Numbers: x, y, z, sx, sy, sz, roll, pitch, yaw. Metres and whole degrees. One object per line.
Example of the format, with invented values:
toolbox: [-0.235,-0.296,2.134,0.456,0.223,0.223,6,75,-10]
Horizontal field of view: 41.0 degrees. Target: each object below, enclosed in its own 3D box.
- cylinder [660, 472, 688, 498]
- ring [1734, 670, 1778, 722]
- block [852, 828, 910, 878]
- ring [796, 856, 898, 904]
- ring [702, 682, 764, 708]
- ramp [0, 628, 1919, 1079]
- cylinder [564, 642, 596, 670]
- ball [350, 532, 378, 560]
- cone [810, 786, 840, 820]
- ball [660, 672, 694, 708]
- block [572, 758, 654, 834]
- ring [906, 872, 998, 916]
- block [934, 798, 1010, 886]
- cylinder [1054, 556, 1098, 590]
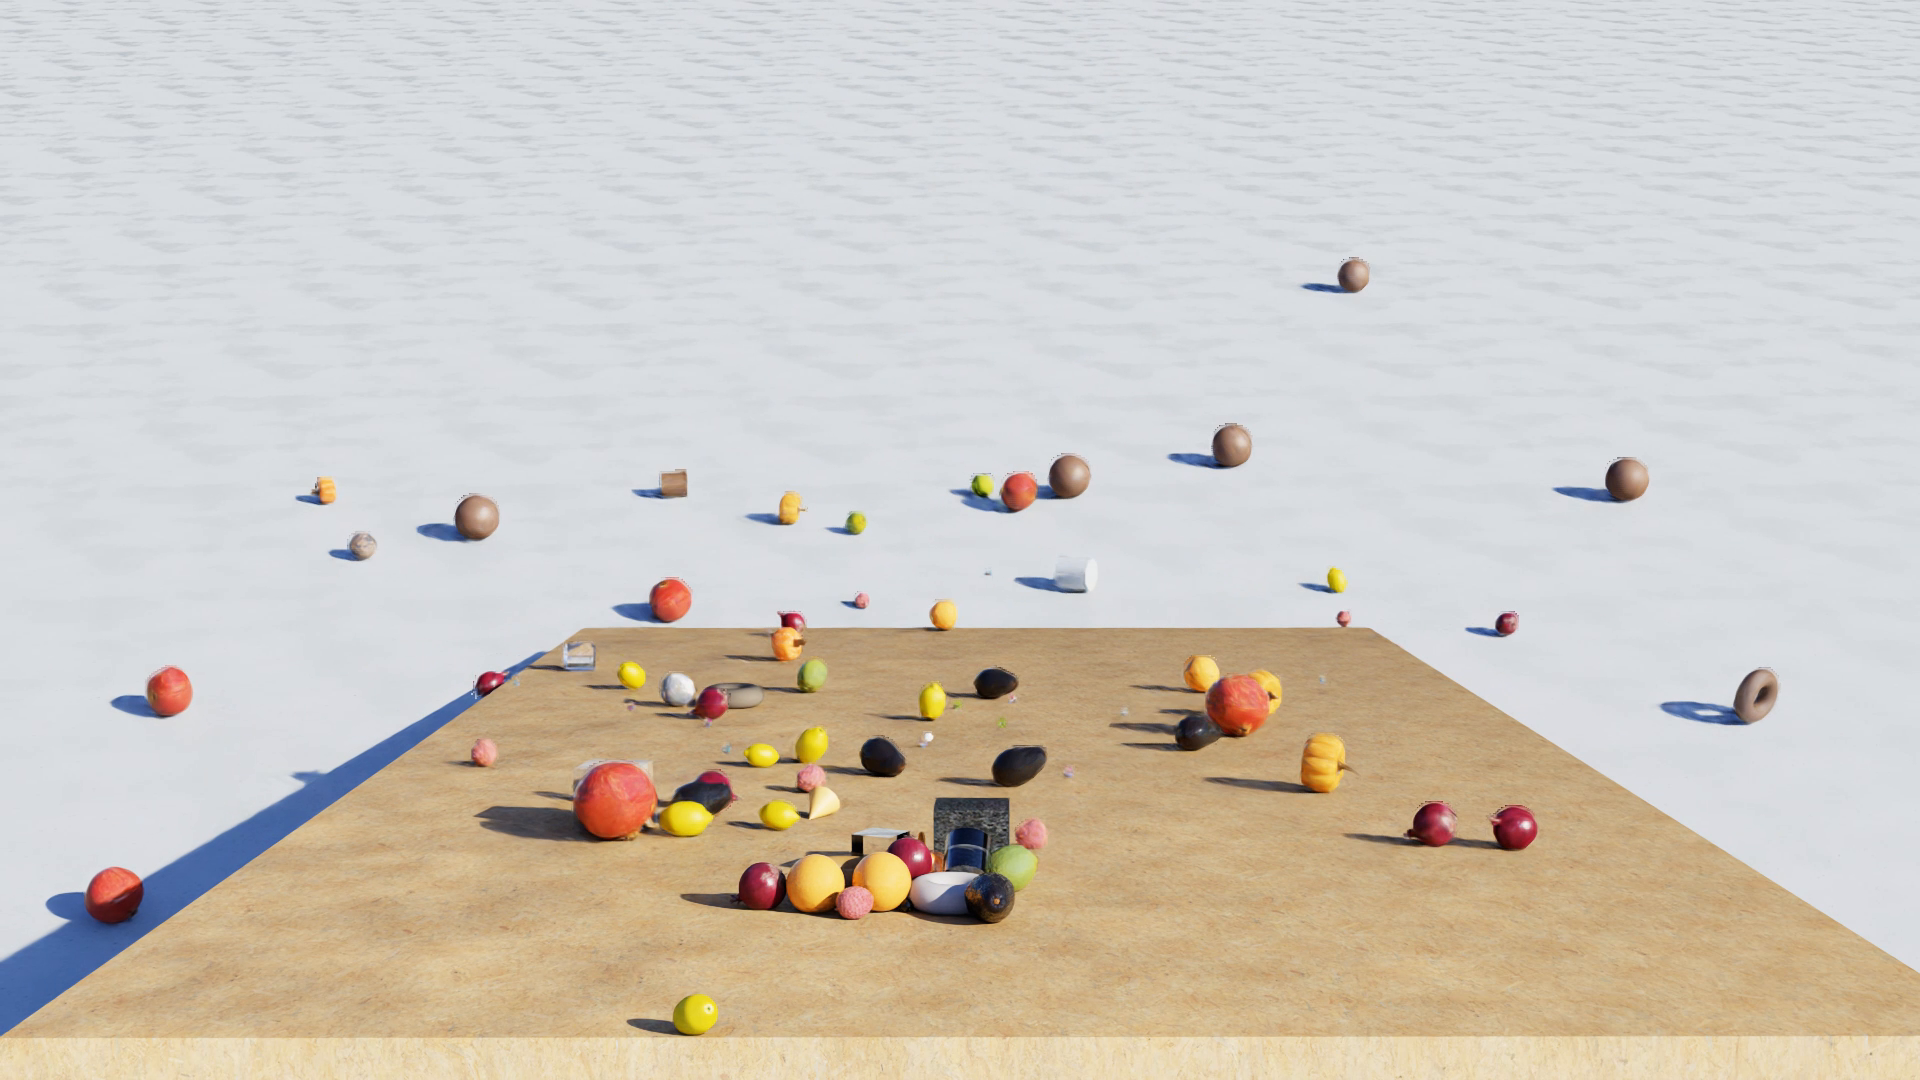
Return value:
cylinder: [-0.872,-0.168,7.830,0.076,0.076,0.076,-3,19,-8]
ring: [1.917,0.376,6.177,0.137,0.137,0.046,-14,27,-34]
block: [-0.103,0.409,3.346,0.056,0.056,0.056,2,4,26]
ring: [-0.142,0.425,3.213,0.130,0.043,0.130,1,4,0]
ring: [-0.445,0.305,5.023,0.121,0.040,0.121,-1,5,0]
ramp: [0.045,0.407,4.538,2.000,0.100,4.000,0,4,0]
cylinder: [-0.831,0.255,5.607,0.060,0.060,0.060,0,18,-18]
ball: [-1.696,0.017,7.298,0.077,0.077,0.077,0,19,0]
cone: [-0.211,0.397,3.777,0.050,0.050,0.050,8,34,23]
ball: [-0.551,0.293,5.005,0.067,0.067,0.067,0,19,0]
block: [-0.499,0.368,3.695,0.091,0.091,0.091,1,4,9]
ring: [-0.009,0.433,3.143,0.112,0.037,0.112,1,5,0]
block: [0.016,0.390,3.328,0.097,0.097,0.097,0,4,1]
cylinder: [0.319,0.091,7.053,0.090,0.090,0.090,3,19,24]
